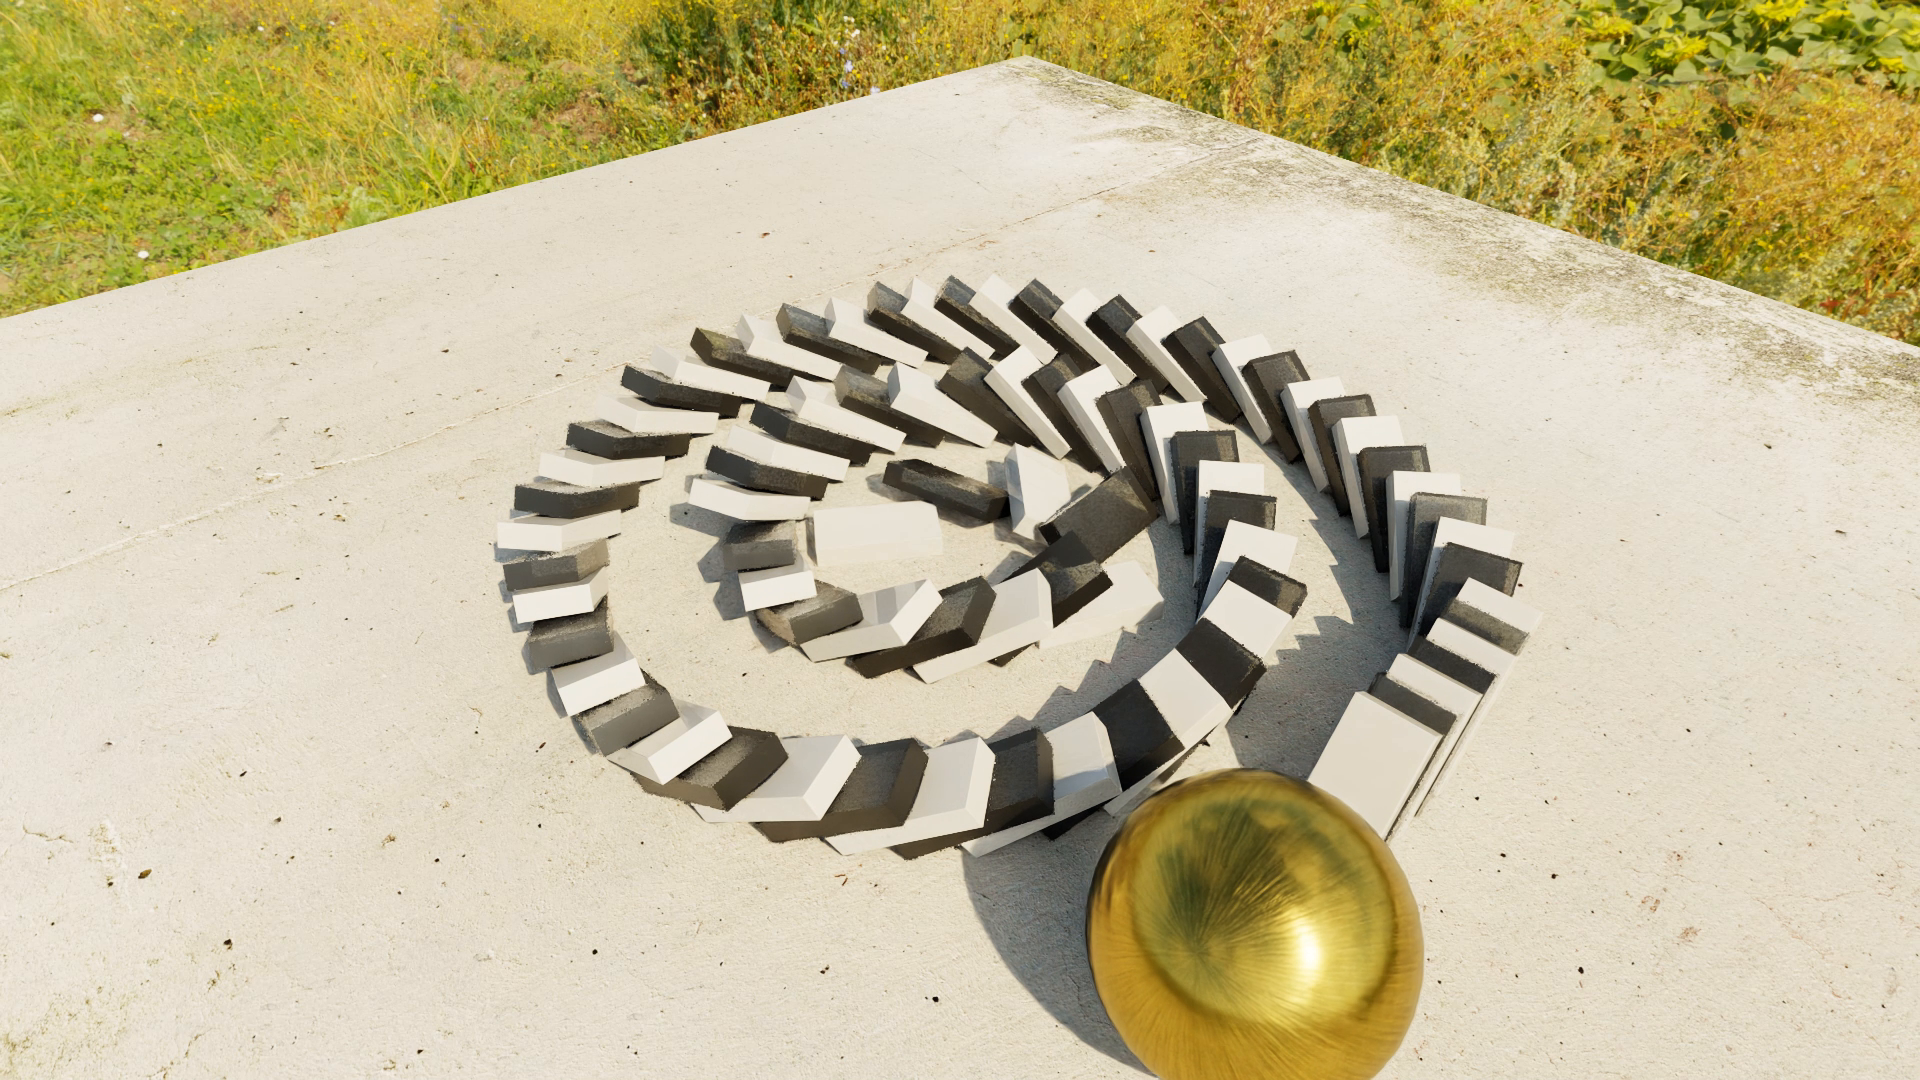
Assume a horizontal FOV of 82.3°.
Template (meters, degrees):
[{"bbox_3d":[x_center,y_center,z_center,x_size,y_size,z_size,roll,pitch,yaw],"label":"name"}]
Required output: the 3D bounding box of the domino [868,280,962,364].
[{"bbox_3d":[-0.023,-0.110,0.556,0.050,0.009,0.025,26,33,-23],"label":"domino"}]

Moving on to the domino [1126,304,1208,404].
[{"bbox_3d":[0.106,-0.089,0.533,0.025,0.009,0.050,-35,81,-36],"label":"domino"}]

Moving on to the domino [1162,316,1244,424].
[{"bbox_3d":[0.122,-0.081,0.524,0.025,0.010,0.050,-30,78,-34],"label":"domino"}]

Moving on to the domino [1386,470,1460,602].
[{"bbox_3d":[0.179,-0.001,0.424,0.025,0.009,0.050,3,73,4],"label":"domino"}]

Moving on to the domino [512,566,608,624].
[{"bbox_3d":[-0.144,0.019,0.400,0.025,0.010,0.050,-9,8,-11],"label":"domino"}]

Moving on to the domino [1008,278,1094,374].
[{"bbox_3d":[0.050,-0.108,0.555,0.050,0.009,0.025,40,41,-2],"label":"domino"}]

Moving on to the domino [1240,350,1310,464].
[{"bbox_3d":[0.151,-0.061,0.499,0.025,0.009,0.050,-15,70,-19],"label":"domino"}]

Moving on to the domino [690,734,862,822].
[{"bbox_3d":[-0.057,0.073,0.335,0.050,0.009,0.025,-12,29,36],"label":"domino"}]

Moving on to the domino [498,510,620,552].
[{"bbox_3d":[-0.155,-0.005,0.430,0.025,0.010,0.050,3,9,7],"label":"domino"}]

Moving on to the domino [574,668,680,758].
[{"bbox_3d":[-0.110,0.054,0.357,0.025,0.009,0.050,-27,16,-23],"label":"domino"}]

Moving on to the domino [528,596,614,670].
[{"bbox_3d":[-0.136,0.032,0.387,0.025,0.009,0.050,-13,12,-15],"label":"domino"}]

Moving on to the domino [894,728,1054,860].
[{"bbox_3d":[0.004,0.076,0.330,0.050,0.010,0.025,-24,35,22],"label":"domino"}]

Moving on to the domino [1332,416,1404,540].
[{"bbox_3d":[0.173,-0.026,0.455,0.025,0.009,0.050,-4,72,-9],"label":"domino"}]

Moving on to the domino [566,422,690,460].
[{"bbox_3d":[-0.144,-0.044,0.479,0.025,0.010,0.050,18,14,20],"label":"domino"}]

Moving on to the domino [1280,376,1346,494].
[{"bbox_3d":[0.162,-0.047,0.483,0.025,0.010,0.050,-10,68,-11],"label":"domino"}]

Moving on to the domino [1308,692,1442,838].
[{"bbox_3d":[0.118,0.073,0.326,0.025,0.050,0.010,31,13,32],"label":"domino"}]

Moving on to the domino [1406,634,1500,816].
[{"bbox_3d":[0.144,0.058,0.344,0.025,0.050,0.010,31,12,32],"label":"domino"}]

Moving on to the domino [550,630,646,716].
[{"bbox_3d":[-0.123,0.044,0.370,0.025,0.009,0.050,-22,15,-20],"label":"domino"}]

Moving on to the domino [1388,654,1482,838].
[{"bbox_3d":[0.135,0.063,0.338,0.025,0.050,0.009,31,13,32],"label":"domino"}]

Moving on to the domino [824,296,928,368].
[{"bbox_3d":[-0.042,-0.104,0.553,0.050,0.010,0.025,16,33,-25],"label":"domino"}]

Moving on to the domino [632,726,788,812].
[{"bbox_3d":[-0.078,0.069,0.341,0.050,0.009,0.025,-4,28,46],"label":"domino"}]

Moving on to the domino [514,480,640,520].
[{"bbox_3d":[-0.154,-0.018,0.446,0.025,0.009,0.050,9,10,12],"label":"domino"}]

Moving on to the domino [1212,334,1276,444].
[{"bbox_3d":[0.141,-0.071,0.512,0.025,0.009,0.050,-18,71,-21],"label":"domino"}]

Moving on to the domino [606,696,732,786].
[{"bbox_3d":[-0.095,0.062,0.348,0.025,0.009,0.050,-34,19,-32],"label":"domino"}]

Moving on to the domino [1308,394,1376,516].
[{"bbox_3d":[0.168,-0.036,0.468,0.025,0.010,0.050,-7,72,-10],"label":"domino"}]

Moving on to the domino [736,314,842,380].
[{"bbox_3d":[-0.083,-0.094,0.539,0.050,0.009,0.025,13,29,-35],"label":"domino"}]

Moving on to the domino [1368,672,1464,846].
[{"bbox_3d":[0.127,0.068,0.332,0.025,0.050,0.009,31,13,32],"label":"domino"}]

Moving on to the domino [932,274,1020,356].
[{"bbox_3d":[0.011,-0.113,0.559,0.050,0.009,0.025,32,34,-13],"label":"domino"}]

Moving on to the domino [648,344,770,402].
[{"bbox_3d":[-0.117,-0.079,0.518,0.050,0.010,0.025,8,19,-46],"label":"domino"}]

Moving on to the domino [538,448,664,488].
[{"bbox_3d":[-0.150,-0.031,0.464,0.025,0.010,0.050,14,12,16],"label":"domino"}]

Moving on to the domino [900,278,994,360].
[{"bbox_3d":[-0.006,-0.112,0.559,0.050,0.010,0.025,29,34,-19],"label":"domino"}]

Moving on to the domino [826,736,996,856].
[{"bbox_3d":[-0.015,0.077,0.329,0.050,0.009,0.025,-19,35,27],"label":"domino"}]

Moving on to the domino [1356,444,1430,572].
[{"bbox_3d":[0.176,-0.013,0.439,0.025,0.009,0.050,-2,71,-3],"label":"domino"}]

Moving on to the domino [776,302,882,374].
[{"bbox_3d":[-0.065,-0.100,0.546,0.050,0.009,0.025,16,30,-31],"label":"domino"}]

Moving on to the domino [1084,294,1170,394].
[{"bbox_3d":[0.088,-0.096,0.541,0.050,0.009,0.025,45,49,4],"label":"domino"}]

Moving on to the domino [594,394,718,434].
[{"bbox_3d":[-0.136,-0.057,0.494,0.025,0.010,0.050,24,16,26],"label":"domino"}]

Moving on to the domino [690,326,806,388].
[{"bbox_3d":[-0.102,-0.087,0.529,0.050,0.010,0.025,11,24,-40],"label":"domino"}]

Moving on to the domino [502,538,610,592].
[{"bbox_3d":[-0.150,0.009,0.411,0.025,0.010,0.050,-8,8,-5],"label":"domino"}]

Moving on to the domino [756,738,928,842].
[{"bbox_3d":[-0.036,0.076,0.331,0.050,0.009,0.025,-16,32,31],"label":"domino"}]

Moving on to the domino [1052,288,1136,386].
[{"bbox_3d":[0.072,-0.102,0.549,0.050,0.009,0.025,43,49,2],"label":"domino"}]

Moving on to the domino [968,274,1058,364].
[{"bbox_3d":[0.030,-0.112,0.559,0.050,0.010,0.025,38,37,-5],"label":"domino"}]

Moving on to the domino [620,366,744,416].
[{"bbox_3d":[-0.127,-0.068,0.506,0.025,0.010,0.050,26,13,32],"label":"domino"}]
